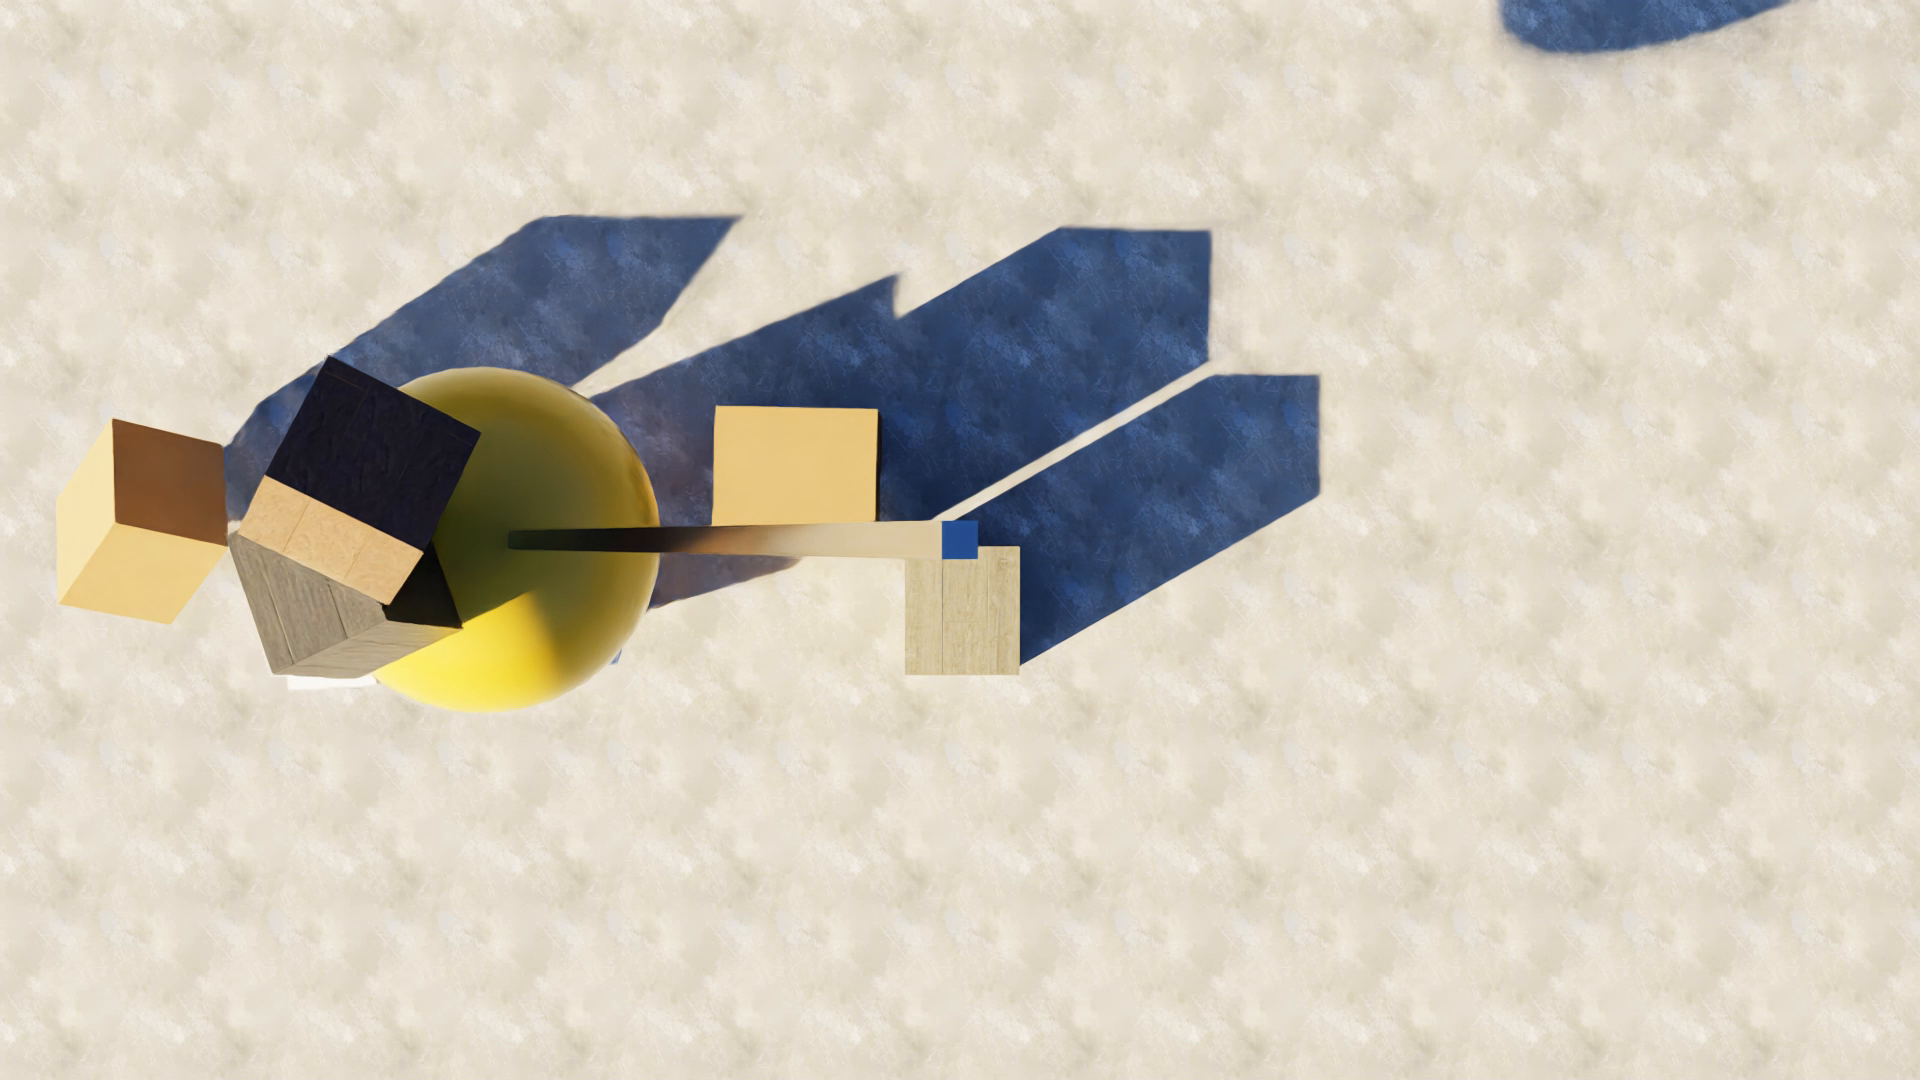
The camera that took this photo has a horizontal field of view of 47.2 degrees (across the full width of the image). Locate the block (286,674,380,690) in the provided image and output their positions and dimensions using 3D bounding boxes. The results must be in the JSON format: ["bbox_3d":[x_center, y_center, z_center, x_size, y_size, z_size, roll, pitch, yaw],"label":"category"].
[{"bbox_3d":[-3.325,0.391,12.438,0.779,0.735,0.733,-5,97,37],"label":"block"}]

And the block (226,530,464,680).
[{"bbox_3d":[-2.513,0.179,9.019,0.536,0.645,0.604,-24,79,11],"label":"block"}]

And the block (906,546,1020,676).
[{"bbox_3d":[0.013,0.397,12.655,0.642,0.689,0.720,0,90,0],"label":"block"}]

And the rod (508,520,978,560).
[{"bbox_3d":[-0.945,0.000,6.947,0.080,5.200,0.080,0,90,-21],"label":"rod"}]

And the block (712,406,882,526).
[{"bbox_3d":[-0.921,-0.347,12.626,0.904,0.748,0.783,1,90,0],"label":"block"}]

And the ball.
[{"bbox_3d":[-2.180,0.000,10.115,1.600,1.600,1.600,0,90,0],"label":"ball"}]

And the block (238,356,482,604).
[{"bbox_3d":[-2.306,-0.219,8.441,0.631,0.572,0.563,28,58,-15],"label":"block"}]

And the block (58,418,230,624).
[{"bbox_3d":[-4.606,-0.095,12.378,0.792,0.634,0.731,-43,48,34],"label":"block"}]

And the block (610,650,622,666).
[{"bbox_3d":[-2.282,0.266,12.555,0.591,0.649,0.687,16,88,38],"label":"block"}]
